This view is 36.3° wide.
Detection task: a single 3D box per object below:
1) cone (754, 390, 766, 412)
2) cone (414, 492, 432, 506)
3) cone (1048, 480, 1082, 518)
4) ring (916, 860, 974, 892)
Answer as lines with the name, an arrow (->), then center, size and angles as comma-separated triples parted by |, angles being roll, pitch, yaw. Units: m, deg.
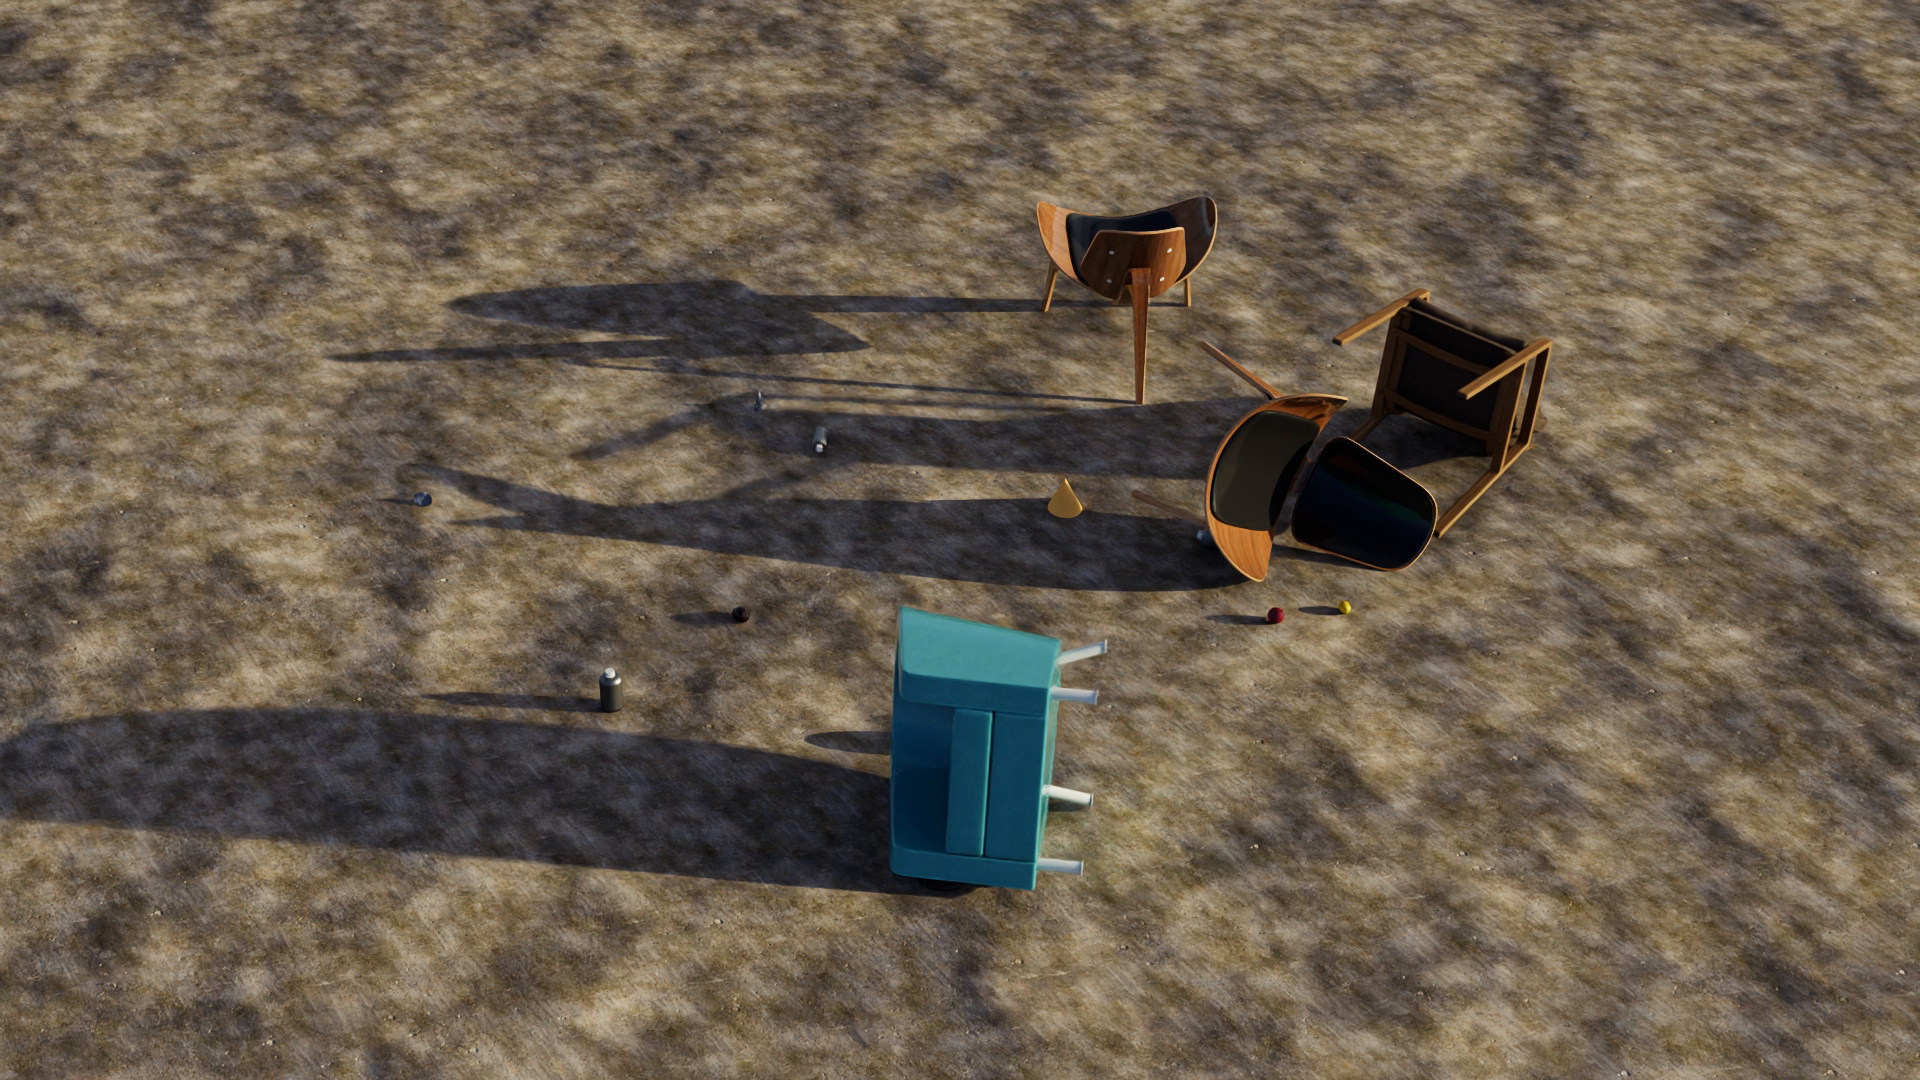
cone -> -0.802, -0.565, 11.724 | 0.038, 0.087, 0.058 | 21, 39, 28
cone -> -2.035, -0.154, 11.158 | 0.082, 0.054, 0.038 | 12, 0, 19
cone -> 0.398, -0.177, 11.094 | 0.129, 0.131, 0.146 | -10, 35, -15
ring -> -0.046, 1.064, 9.291 | 0.184, 0.044, 0.132 | 0, 33, 2
